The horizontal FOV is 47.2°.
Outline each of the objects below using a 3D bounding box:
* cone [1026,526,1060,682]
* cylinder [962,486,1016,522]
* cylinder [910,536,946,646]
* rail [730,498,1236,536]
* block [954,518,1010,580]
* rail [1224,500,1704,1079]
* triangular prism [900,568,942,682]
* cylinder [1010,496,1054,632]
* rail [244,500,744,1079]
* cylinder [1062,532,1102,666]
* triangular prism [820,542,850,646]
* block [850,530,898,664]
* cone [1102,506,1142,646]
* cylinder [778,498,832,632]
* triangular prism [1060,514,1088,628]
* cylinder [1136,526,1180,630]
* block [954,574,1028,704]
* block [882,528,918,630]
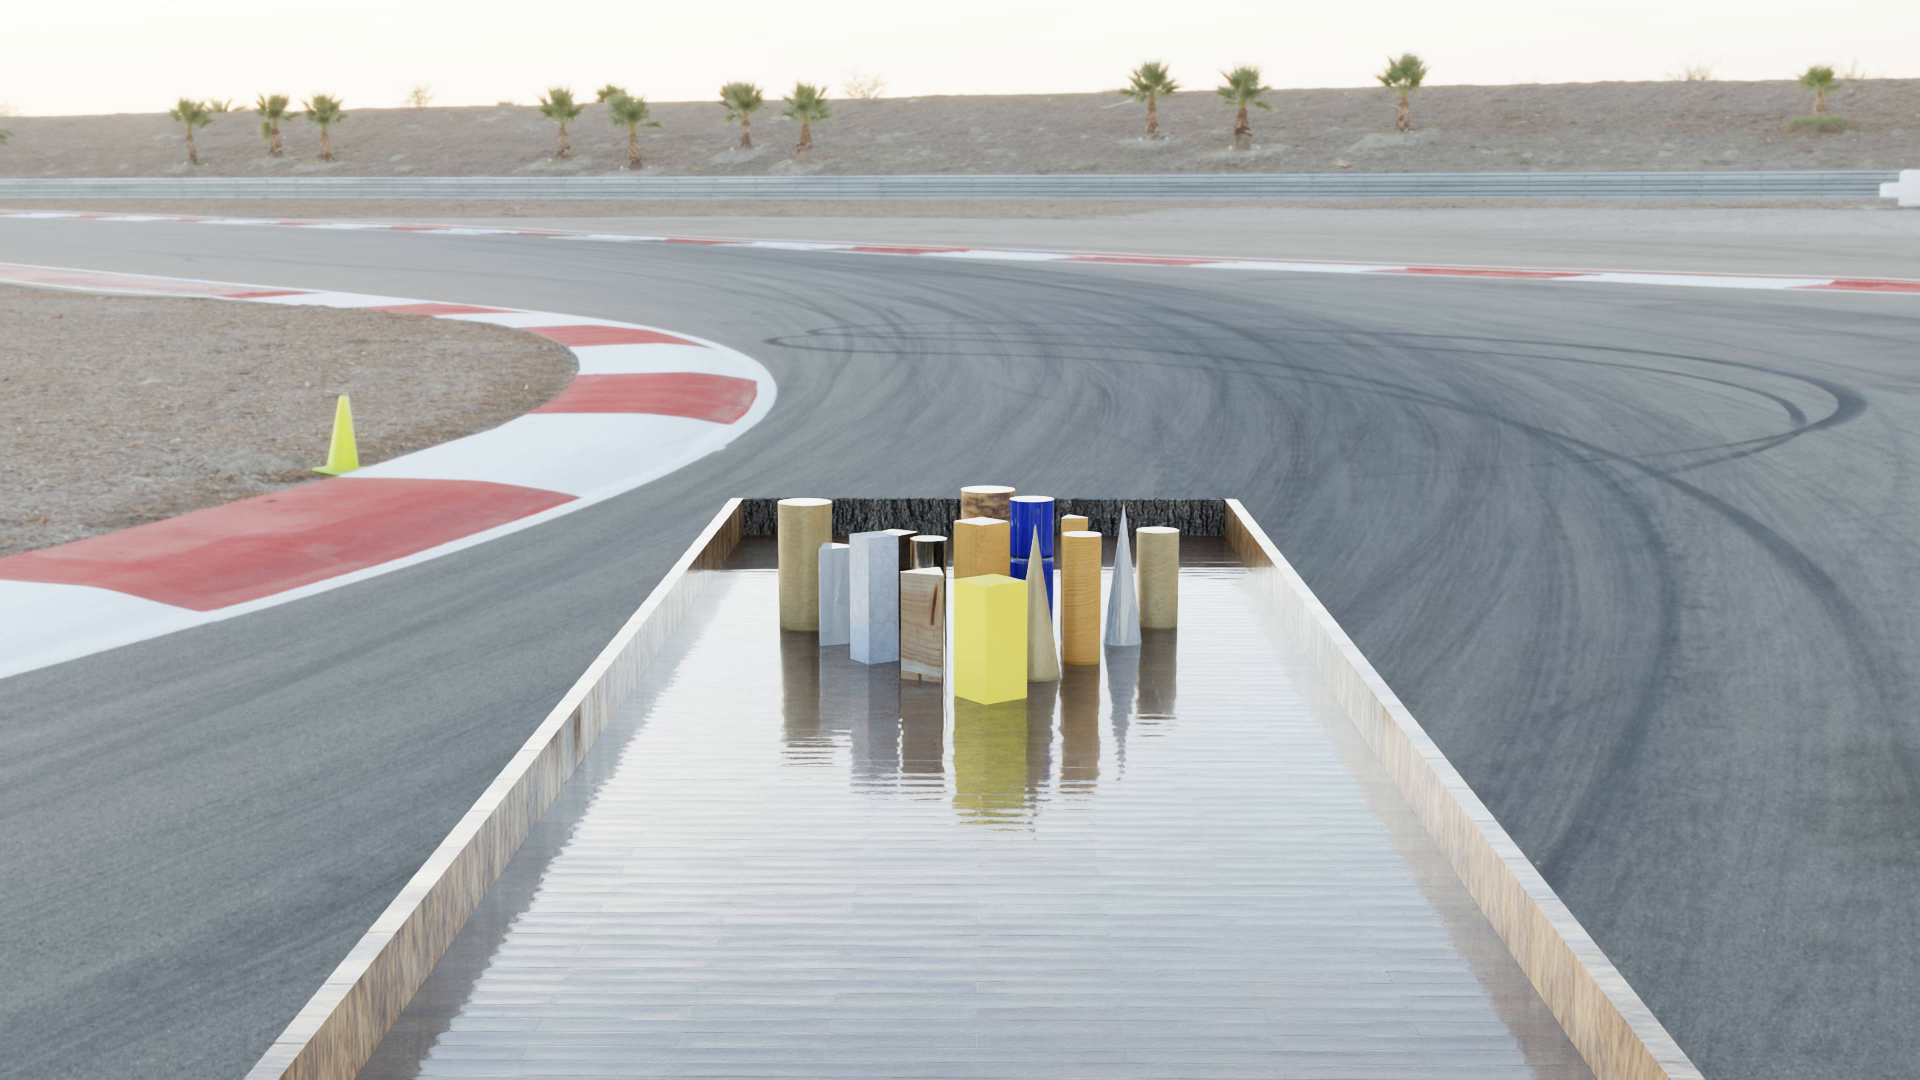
[{"bbox_3d":[0.220,0.175,6.443,0.151,0.457,0.151,0,9,0],"label":"cone"},{"bbox_3d":[0.091,0.061,7.169,0.176,0.456,0.176,0,9,0],"label":"cylinder"},{"bbox_3d":[-0.099,0.160,6.931,0.115,0.334,0.115,0,9,0],"label":"cylinder"},{"bbox_3d":[0.099,-0.098,9.147,2.100,0.150,0.050,0,9,1],"label":"rail"},{"bbox_3d":[0.066,0.156,6.649,0.120,0.431,0.120,-9,12,-43],"label":"block"},{"bbox_3d":[1.046,0.843,3.208,0.050,0.150,12.000,0,9,1],"label":"rail"},{"bbox_3d":[-0.088,0.245,6.453,0.135,0.317,0.117,4,10,24],"label":"triangular prism"},{"bbox_3d":[0.225,0.097,6.930,0.139,0.458,0.139,0,9,0],"label":"cylinder"},{"bbox_3d":[-1.004,0.839,3.234,0.050,0.150,12.000,0,9,1],"label":"rail"},{"bbox_3d":[0.368,0.176,6.651,0.117,0.391,0.117,0,9,0],"label":"cylinder"},{"bbox_3d":[-0.403,0.168,6.967,0.138,0.308,0.119,-4,10,-25],"label":"triangular prism"},{"bbox_3d":[-0.261,0.174,6.680,0.107,0.386,0.107,-6,11,-34],"label":"block"},{"bbox_3d":[0.514,0.101,6.934,0.124,0.450,0.124,0,9,0],"label":"cone"},{"bbox_3d":[-0.505,0.080,7.187,0.176,0.413,0.176,0,9,0],"label":"cylinder"},{"bbox_3d":[0.366,0.101,7.218,0.088,0.362,0.076,-2,9,-10],"label":"triangular prism"},{"bbox_3d":[0.647,0.124,7.211,0.139,0.318,0.139,0,9,0],"label":"cylinder"},{"bbox_3d":[0.086,0.277,6.193,0.147,0.334,0.147,-7,11,-36],"label":"block"},{"bbox_3d":[-0.210,0.129,7.196,0.106,0.312,0.106,6,11,35],"label":"block"}]
